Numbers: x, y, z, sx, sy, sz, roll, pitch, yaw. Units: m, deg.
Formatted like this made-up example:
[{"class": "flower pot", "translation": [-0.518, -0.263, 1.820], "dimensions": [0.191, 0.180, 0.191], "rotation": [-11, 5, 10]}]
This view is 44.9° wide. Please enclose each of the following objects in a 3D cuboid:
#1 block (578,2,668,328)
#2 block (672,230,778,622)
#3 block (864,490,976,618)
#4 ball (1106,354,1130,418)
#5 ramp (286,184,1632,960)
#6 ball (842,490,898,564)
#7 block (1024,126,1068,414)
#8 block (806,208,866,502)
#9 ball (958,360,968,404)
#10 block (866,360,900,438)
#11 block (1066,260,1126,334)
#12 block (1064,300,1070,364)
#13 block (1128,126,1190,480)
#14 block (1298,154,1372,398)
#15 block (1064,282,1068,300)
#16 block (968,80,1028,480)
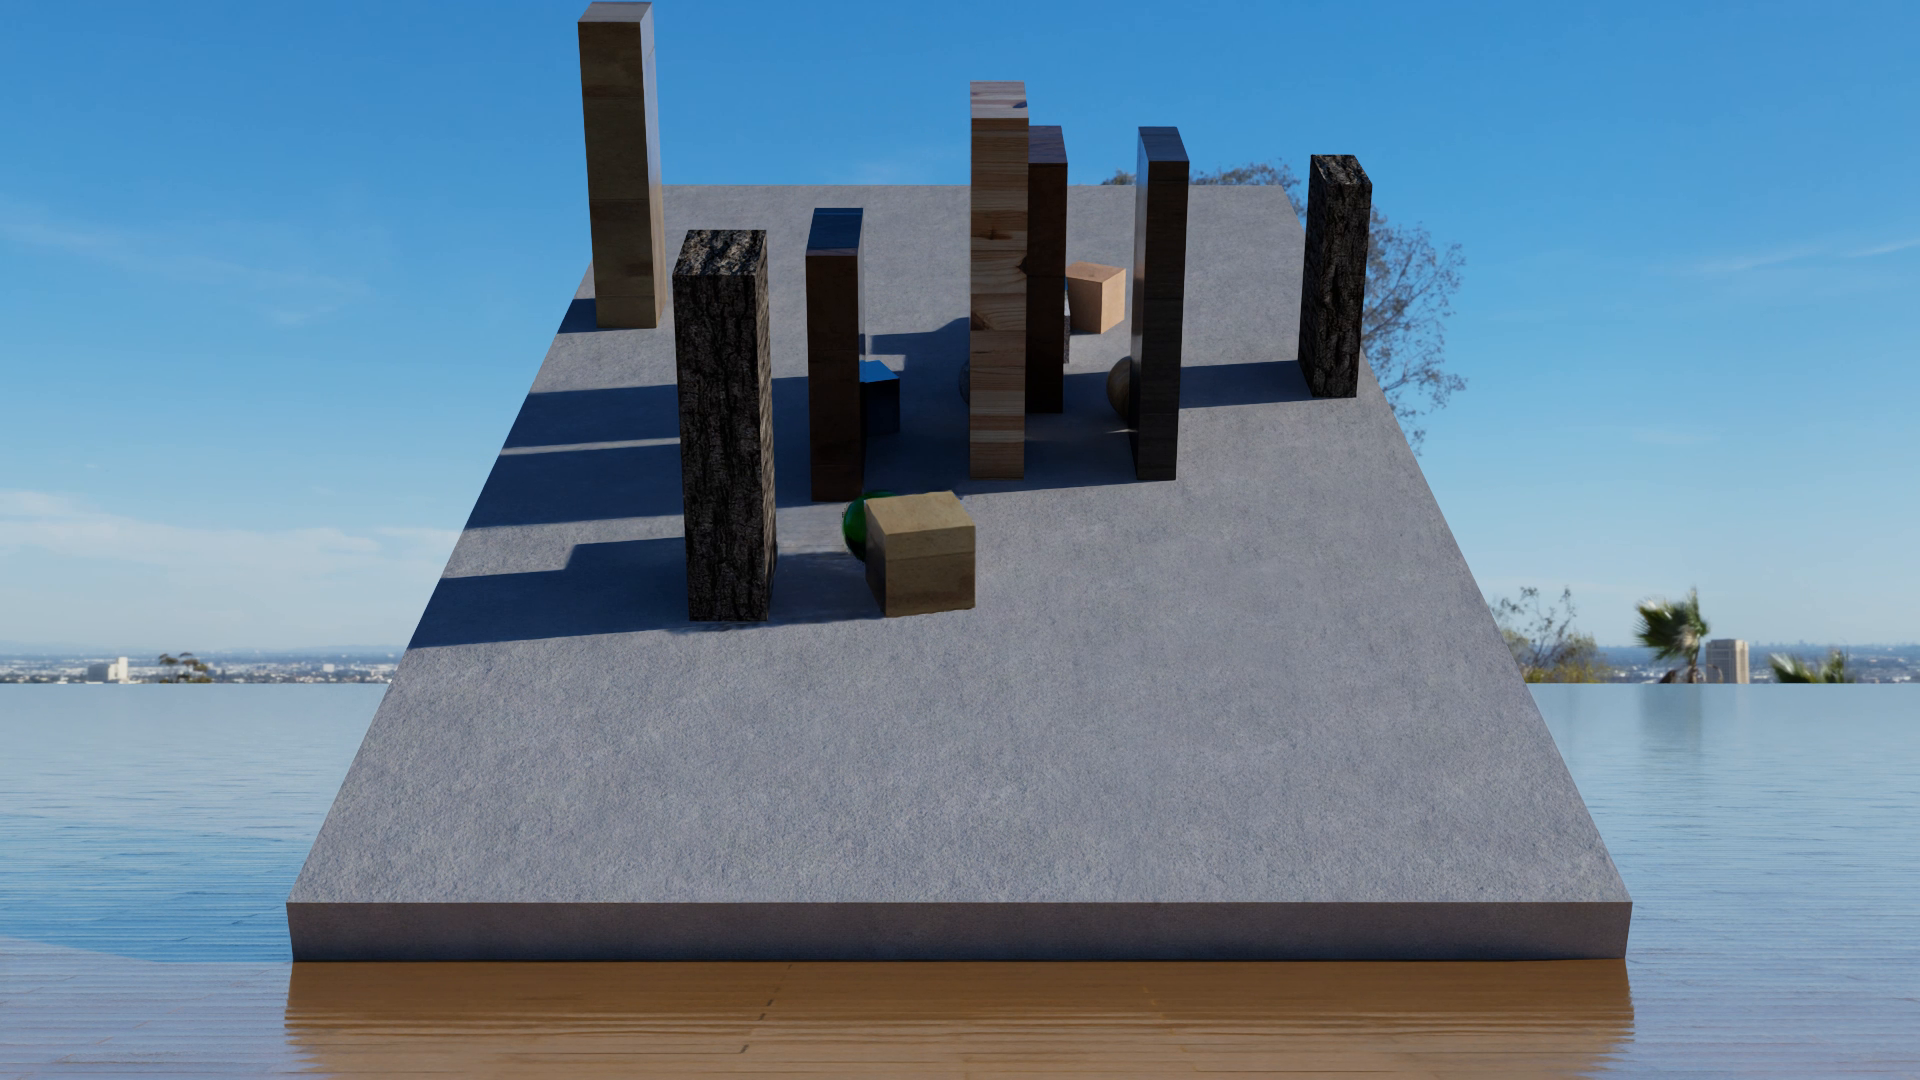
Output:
[{"class": "block", "translation": [-0.839, -0.936, 5.820], "dimensions": [0.149, 0.768, 0.252], "rotation": [0, 24, 0]}, {"class": "block", "translation": [-0.431, -0.212, 4.313], "dimensions": [0.144, 0.670, 0.279], "rotation": [0, 24, 0]}, {"class": "block", "translation": [-0.077, 0.026, 4.394], "dimensions": [0.171, 0.171, 0.171], "rotation": [-6, 25, -14]}, {"class": "ball", "translation": [0.407, -0.345, 5.253], "dimensions": [0.154, 0.154, 0.154], "rotation": [0, -3, 0]}, {"class": "ramp", "translation": [-0.008, -0.228, 5.300], "dimensions": [2.000, 0.100, 4.000], "rotation": [0, 24, 0]}, {"class": "ball", "translation": [-0.156, -0.023, 4.531], "dimensions": [0.149, 0.149, 0.149], "rotation": [0, -3, 0]}, {"class": "block", "translation": [0.191, -0.626, 5.354], "dimensions": [0.087, 0.584, 0.338], "rotation": [0, 24, 0]}, {"class": "block", "translation": [-0.257, -0.393, 4.894], "dimensions": [0.104, 0.531, 0.347], "rotation": [0, 24, 0]}, {"class": "ball", "translation": [0.072, -0.360, 5.289], "dimensions": [0.151, 0.151, 0.151], "rotation": [0, -3, 0]}, {"class": "block", "translation": [-0.218, -0.314, 5.210], "dimensions": [0.129, 0.129, 0.129], "rotation": [-9, 26, -20]}, {"class": "block", "translation": [0.328, -0.615, 5.884], "dimensions": [0.134, 0.134, 0.134], "rotation": [13, 27, 26]}, {"class": "block", "translation": [0.203, -0.508, 5.658], "dimensions": [0.122, 0.122, 0.122], "rotation": [0, 24, 0]}, {"class": "block", "translation": [0.419, -0.502, 4.942], "dimensions": [0.082, 0.694, 0.287], "rotation": [0, 24, 0]}, {"class": "block", "translation": [0.872, -0.617, 5.431], "dimensions": [0.101, 0.509, 0.260], "rotation": [0, 24, 0]}, {"class": "block", "translation": [0.190, -0.574, 5.776], "dimensions": [0.147, 0.147, 0.147], "rotation": [0, 24, 0]}, {"class": "block", "translation": [0.078, -0.550, 4.941], "dimensions": [0.115, 0.781, 0.330], "rotation": [0, 24, 0]}]
